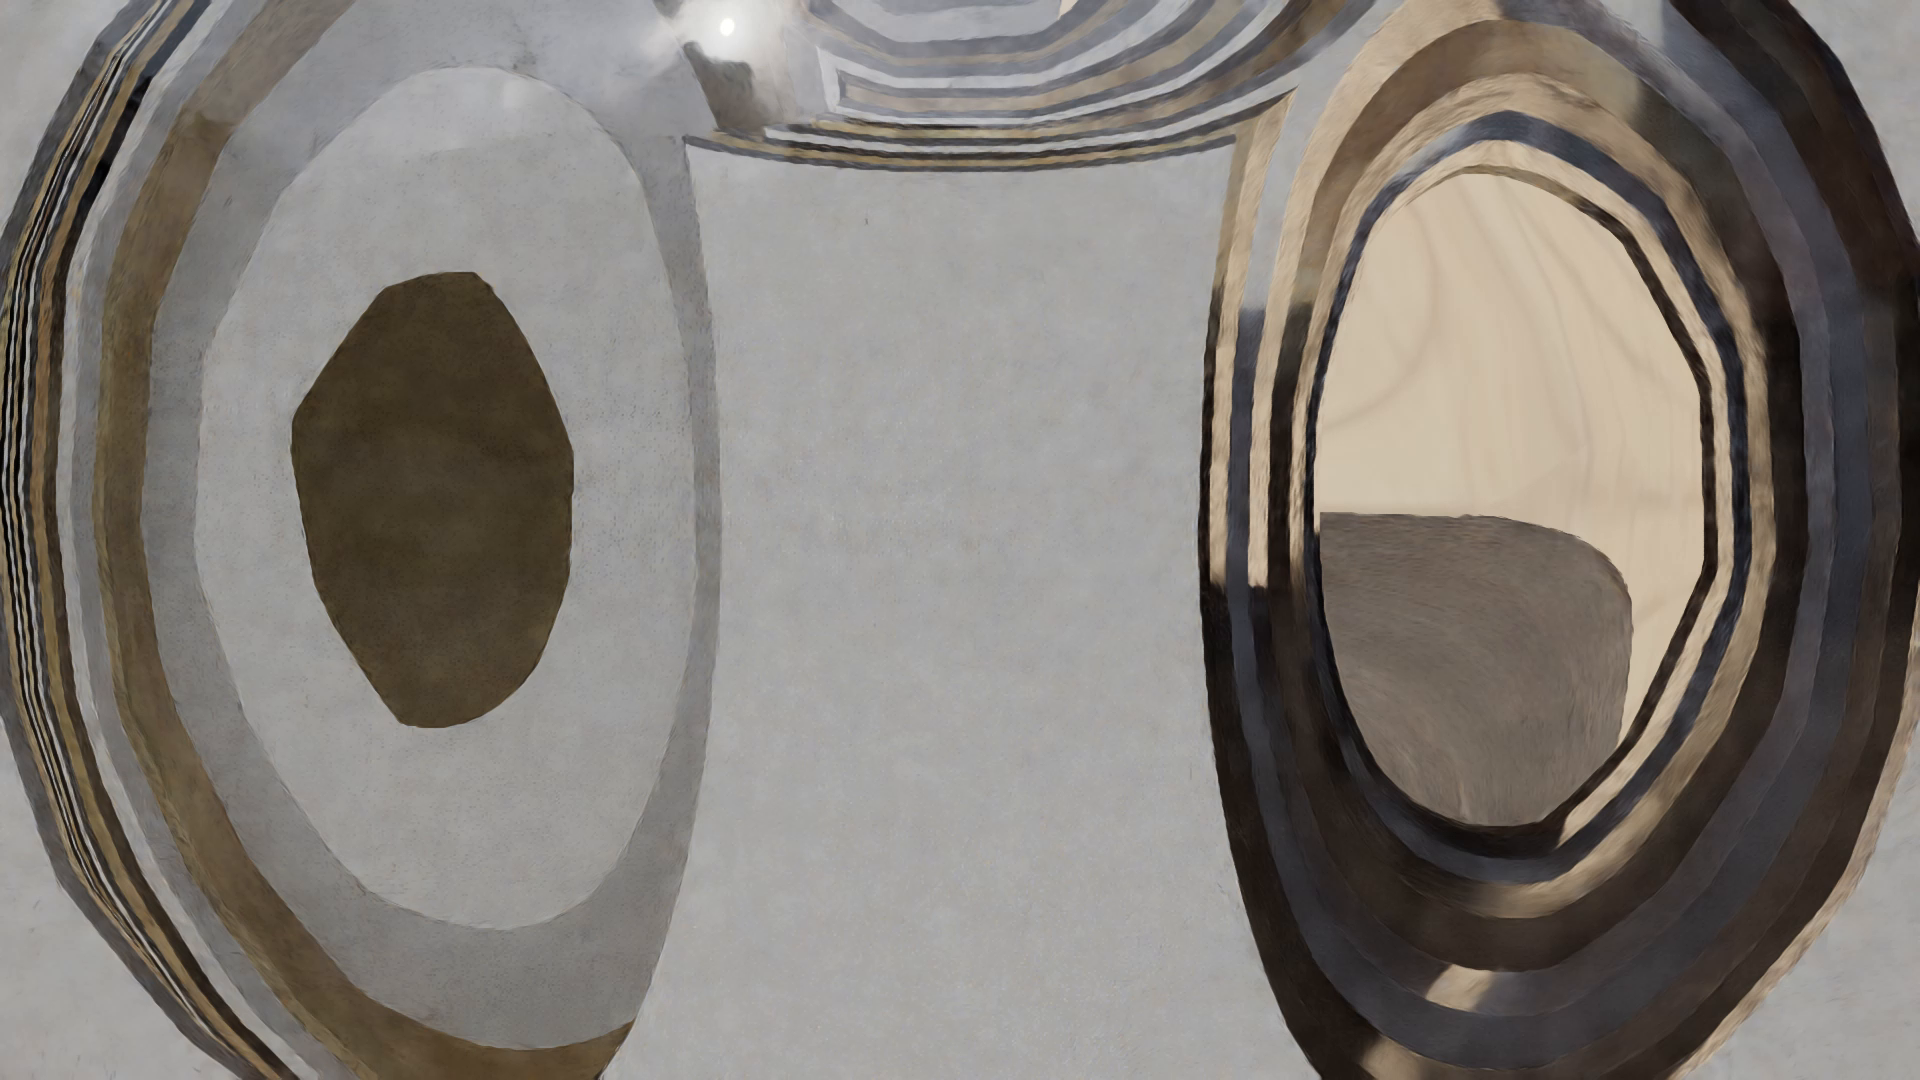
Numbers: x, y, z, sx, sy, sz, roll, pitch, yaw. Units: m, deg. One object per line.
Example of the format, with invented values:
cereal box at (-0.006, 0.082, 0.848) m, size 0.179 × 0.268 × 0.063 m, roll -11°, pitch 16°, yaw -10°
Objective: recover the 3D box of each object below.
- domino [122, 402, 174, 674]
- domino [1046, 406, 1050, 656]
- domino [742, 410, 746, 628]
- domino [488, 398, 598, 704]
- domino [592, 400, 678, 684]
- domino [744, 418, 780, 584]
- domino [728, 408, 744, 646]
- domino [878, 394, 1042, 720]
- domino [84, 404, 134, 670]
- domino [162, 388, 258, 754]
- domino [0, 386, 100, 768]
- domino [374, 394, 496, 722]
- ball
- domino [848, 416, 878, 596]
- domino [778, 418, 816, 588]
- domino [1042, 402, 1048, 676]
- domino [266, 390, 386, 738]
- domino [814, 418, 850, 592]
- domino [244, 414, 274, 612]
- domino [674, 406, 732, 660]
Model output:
domino at (-0.150, -0.001, 0.249) m, size 0.009 × 0.050 × 0.025 m, roll 0°, pitch 4°, yaw -5°
domino at (0.005, -0.002, 0.261) m, size 0.025 × 0.050 × 0.009 m, roll 0°, pitch 4°, yaw 4°
domino at (-0.063, -0.005, 0.296) m, size 0.025 × 0.050 × 0.009 m, roll -1°, pitch 4°, yaw -14°
domino at (-0.074, 0.001, 0.220) m, size 0.025 × 0.050 × 0.009 m, roll 3°, pitch 5°, yaw 36°
domino at (-0.065, 0.000, 0.235) m, size 0.025 × 0.050 × 0.009 m, roll 2°, pitch 5°, yaw 23°
domino at (-0.061, -0.013, 0.404) m, size 0.010 × 0.050 × 0.025 m, roll 3°, pitch 5°, yaw 32°
domino at (-0.059, -0.003, 0.273) m, size 0.025 × 0.050 × 0.009 m, roll 0°, pitch 4°, yaw -3°
domino at (0.000, 0.002, 0.201) m, size 0.025 × 0.050 × 0.010 m, roll 0°, pitch 4°, yaw 0°
domino at (-0.167, -0.001, 0.248) m, size 0.009 × 0.050 × 0.025 m, roll 0°, pitch 4°, yaw 3°
domino at (-0.110, 0.004, 0.187) m, size 0.009 × 0.050 × 0.025 m, roll -3°, pitch 5°, yaw -31°
domino at (-0.131, 0.004, 0.178) m, size 0.010 × 0.050 × 0.025 m, roll -1°, pitch 4°, yaw -15°
domino at (-0.086, 0.002, 0.206) m, size 0.025 × 0.050 × 0.009 m, roll 4°, pitch 6°, yaw 44°
ball at (0.000, -0.002, 0.056) m, size 0.080 × 0.080 × 0.080 m, roll 0°, pitch 4°, yaw 0°
domino at (-0.019, -0.010, 0.368) m, size 0.025 × 0.050 × 0.009 m, roll -4°, pitch 6°, yaw -41°
domino at (-0.042, -0.012, 0.390) m, size 0.009 × 0.050 × 0.025 m, roll 3°, pitch 5°, yaw 39°
domino at (0.003, 0.000, 0.240) m, size 0.025 × 0.050 × 0.009 m, roll 0°, pitch 4°, yaw 6°
domino at (-0.097, 0.003, 0.196) m, size 0.009 × 0.050 × 0.025 m, roll -3°, pitch 5°, yaw -39°
domino at (-0.030, -0.011, 0.380) m, size 0.009 × 0.050 × 0.025 m, roll 4°, pitch 6°, yaw 43°
domino at (-0.184, -0.008, 0.334) m, size 0.009 × 0.050 × 0.025 m, roll -4°, pitch 6°, yaw -44°
domino at (-0.060, -0.002, 0.258) m, size 0.025 × 0.050 × 0.009 m, roll 0°, pitch 4°, yaw 5°
